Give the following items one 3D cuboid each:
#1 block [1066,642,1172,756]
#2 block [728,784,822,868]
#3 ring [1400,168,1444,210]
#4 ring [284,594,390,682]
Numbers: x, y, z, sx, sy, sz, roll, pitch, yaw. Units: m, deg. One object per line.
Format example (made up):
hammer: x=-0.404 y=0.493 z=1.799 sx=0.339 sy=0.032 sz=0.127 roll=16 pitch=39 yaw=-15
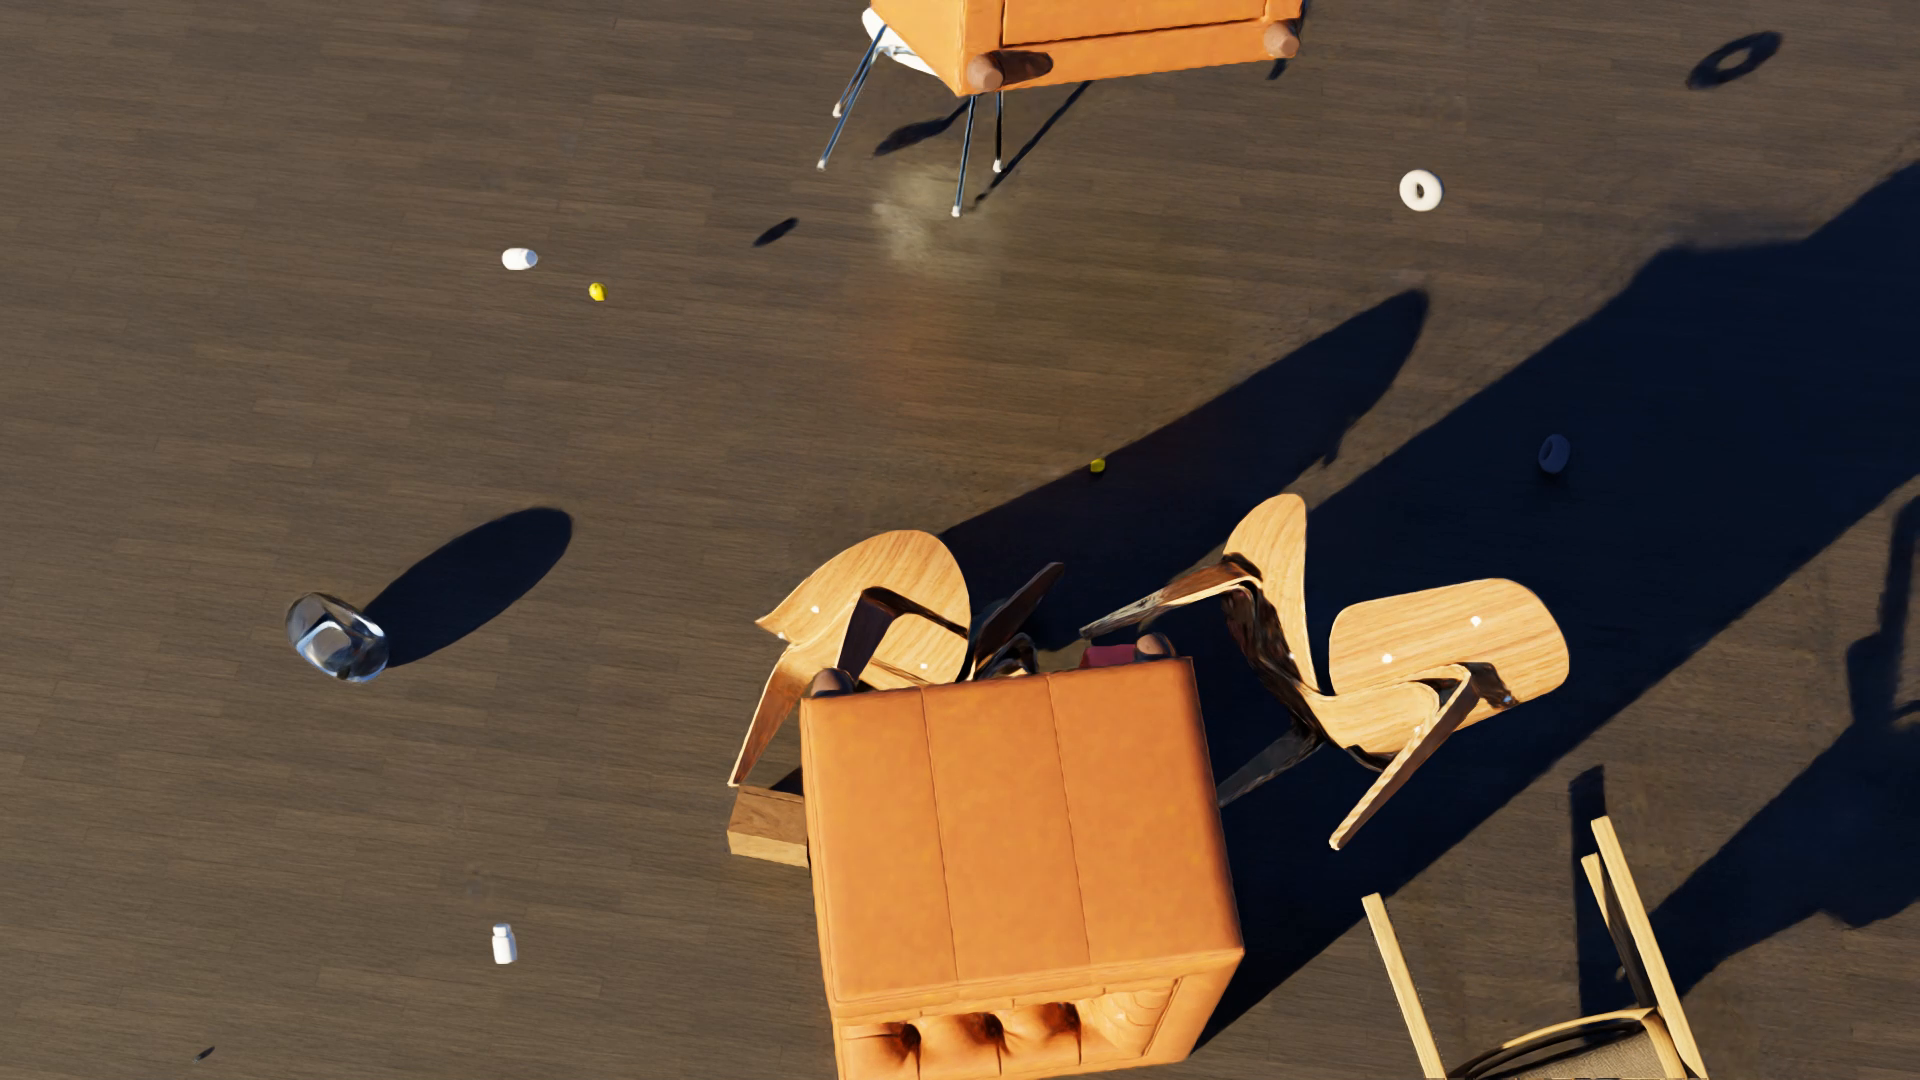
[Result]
block: x=0.435 y=0.441 z=6.079 sx=0.199 sy=0.276 sz=0.176 roll=-4 pitch=53 yaw=-15
block: x=-0.503 y=0.777 z=5.971 sx=0.218 sy=0.135 sz=0.143 roll=10 pitch=56 yaw=6
ring: x=1.380 y=-1.045 z=6.567 sx=0.059 sy=0.126 sz=0.170 roll=-15 pitch=18 yaw=-25
ring: x=-1.764 y=0.277 z=6.232 sx=0.314 sy=0.280 sz=0.145 roll=37 pitch=96 yaw=7
